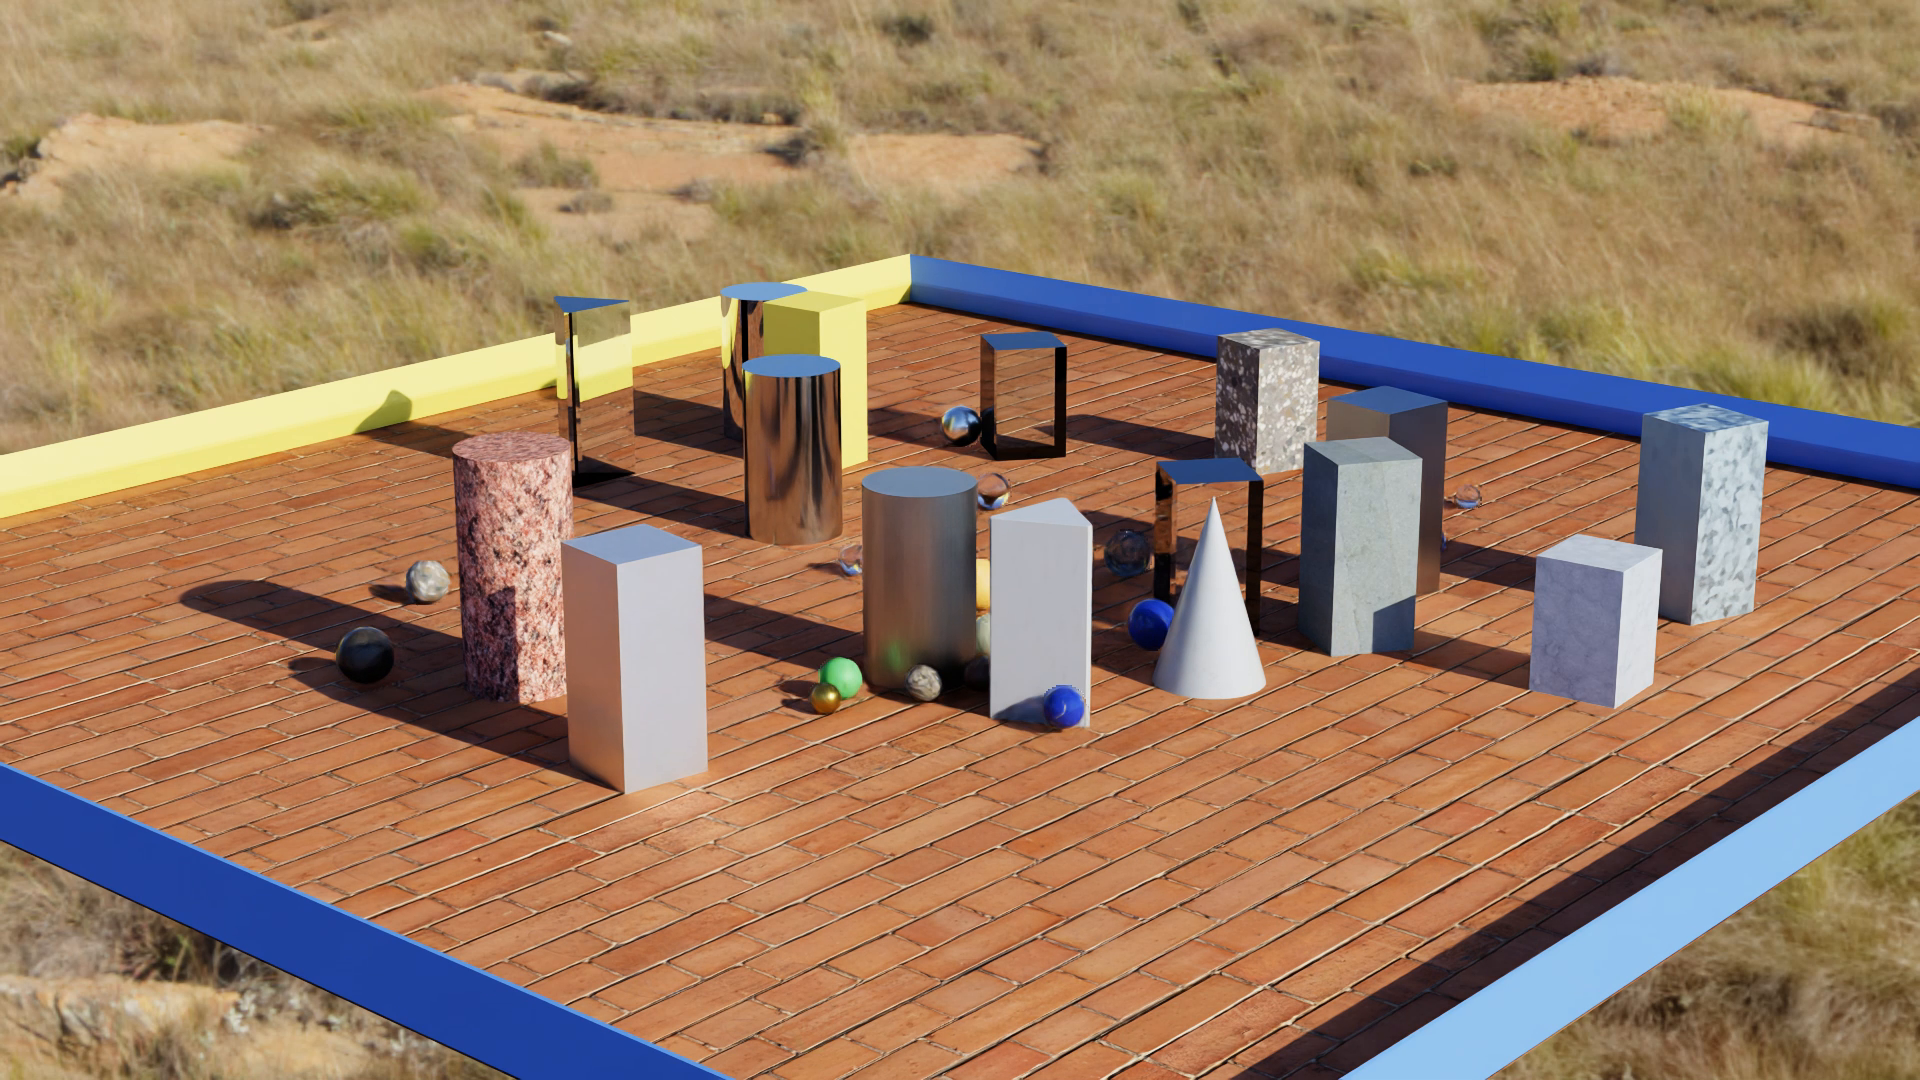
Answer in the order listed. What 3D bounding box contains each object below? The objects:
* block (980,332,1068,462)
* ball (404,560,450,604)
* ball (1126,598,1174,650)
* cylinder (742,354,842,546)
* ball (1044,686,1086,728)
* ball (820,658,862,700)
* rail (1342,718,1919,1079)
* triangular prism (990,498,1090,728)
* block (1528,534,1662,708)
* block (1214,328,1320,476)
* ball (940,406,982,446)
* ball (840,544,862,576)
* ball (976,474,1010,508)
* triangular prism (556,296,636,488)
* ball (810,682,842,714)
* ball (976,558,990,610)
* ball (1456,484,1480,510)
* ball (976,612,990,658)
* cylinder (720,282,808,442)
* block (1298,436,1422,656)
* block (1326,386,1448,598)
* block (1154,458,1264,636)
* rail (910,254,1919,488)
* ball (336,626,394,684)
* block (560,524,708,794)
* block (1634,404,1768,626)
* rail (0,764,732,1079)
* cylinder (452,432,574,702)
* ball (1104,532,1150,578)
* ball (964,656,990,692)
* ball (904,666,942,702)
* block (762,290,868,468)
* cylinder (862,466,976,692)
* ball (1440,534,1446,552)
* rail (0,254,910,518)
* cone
[{"bbox_3d":[0.129,-0.295,6.003,0.146,0.231,0.146,-4,17,-12],"label":"block"},{"bbox_3d":[-0.919,0.072,5.059,0.075,0.075,0.075,0,17,0],"label":"ball"},{"bbox_3d":[0.317,0.138,4.825,0.084,0.084,0.084,0,17,0],"label":"ball"},{"bbox_3d":[-0.310,-0.168,5.434,0.182,0.318,0.182,0,17,0],"label":"cylinder"},{"bbox_3d":[0.158,0.254,4.444,0.064,0.064,0.064,0,17,0],"label":"ball"},{"bbox_3d":[-0.187,0.217,4.594,0.067,0.067,0.067,0,17,0],"label":"ball"},{"bbox_3d":[1.241,0.342,4.090,0.045,0.118,3.451,14,22,39],"label":"rail"},{"bbox_3d":[0.140,0.107,4.518,0.158,0.321,0.137,5,18,16],"label":"triangular prism"},{"bbox_3d":[1.002,0.126,4.625,0.146,0.223,0.146,12,21,34],"label":"block"},{"bbox_3d":[0.617,-0.280,5.907,0.146,0.258,0.146,-9,19,-28],"label":"block"},{"bbox_3d":[0.002,-0.235,6.059,0.085,0.085,0.085,0,17,0],"label":"ball"},{"bbox_3d":[-0.186,0.035,5.216,0.056,0.056,0.056,0,17,0],"label":"ball"},{"bbox_3d":[0.061,-0.094,5.619,0.069,0.069,0.069,0,17,0],"label":"ball"},{"bbox_3d":[-0.753,-0.300,5.811,0.137,0.352,0.158,16,23,42],"label":"triangular prism"},{"bbox_3d":[-0.207,0.245,4.536,0.048,0.048,0.048,0,17,0],"label":"ball"},{"bbox_3d":[0.033,0.076,5.023,0.089,0.089,0.089,0,17,0],"label":"ball"},{"bbox_3d":[0.974,-0.083,5.619,0.046,0.046,0.046,0,17,0],"label":"ball"},{"bbox_3d":[0.054,0.157,4.771,0.079,0.079,0.079,0,17,0],"label":"ball"},{"bbox_3d":[-0.407,-0.372,6.133,0.182,0.302,0.182,0,17,0],"label":"cylinder"},{"bbox_3d":[0.657,0.010,4.835,0.146,0.325,0.146,-5,17,-15],"label":"block"},{"bbox_3d":[0.736,-0.078,5.092,0.146,0.342,0.146,-13,21,-37],"label":"block"},{"bbox_3d":[0.415,0.014,4.915,0.146,0.270,0.146,-3,17,-10],"label":"block"},{"bbox_3d":[1.116,-0.343,6.351,3.334,0.118,0.045,14,22,39],"label":"rail"},{"bbox_3d":[-0.945,0.183,4.664,0.091,0.091,0.091,0,17,0],"label":"ball"},{"bbox_3d":[-0.473,0.171,4.266,0.146,0.346,0.146,-14,22,-38],"label":"block"},{"bbox_3d":[1.258,-0.045,4.995,0.146,0.337,0.146,-10,20,-30],"label":"block"},{"bbox_3d":[-1.116,0.402,3.891,3.334,0.118,0.045,14,22,39],"label":"rail"},{"bbox_3d":[-0.698,0.042,4.616,0.182,0.390,0.182,0,17,0],"label":"cylinder"},{"bbox_3d":[0.297,0.026,5.198,0.083,0.083,0.083,0,17,0],"label":"ball"},{"bbox_3d":[0.033,0.212,4.631,0.056,0.056,0.056,0,17,0],"label":"ball"},{"bbox_3d":[-0.057,0.225,4.584,0.058,0.058,0.058,0,17,0],"label":"ball"},{"bbox_3d":[-0.290,-0.317,5.900,0.146,0.333,0.146,12,21,35],"label":"block"},{"bbox_3d":[-0.064,0.061,4.673,0.182,0.320,0.182,0,17,0],"label":"cylinder"},{"bbox_3d":[0.862,0.004,5.333,0.046,0.046,0.046,0,17,0],"label":"ball"},{"bbox_3d":[-1.241,-0.283,6.153,0.045,0.118,3.451,14,22,39],"label":"rail"},{"bbox_3d":[0.398,0.076,4.644,0.182,0.307,0.182,0,17,0],"label":"cone"}]
